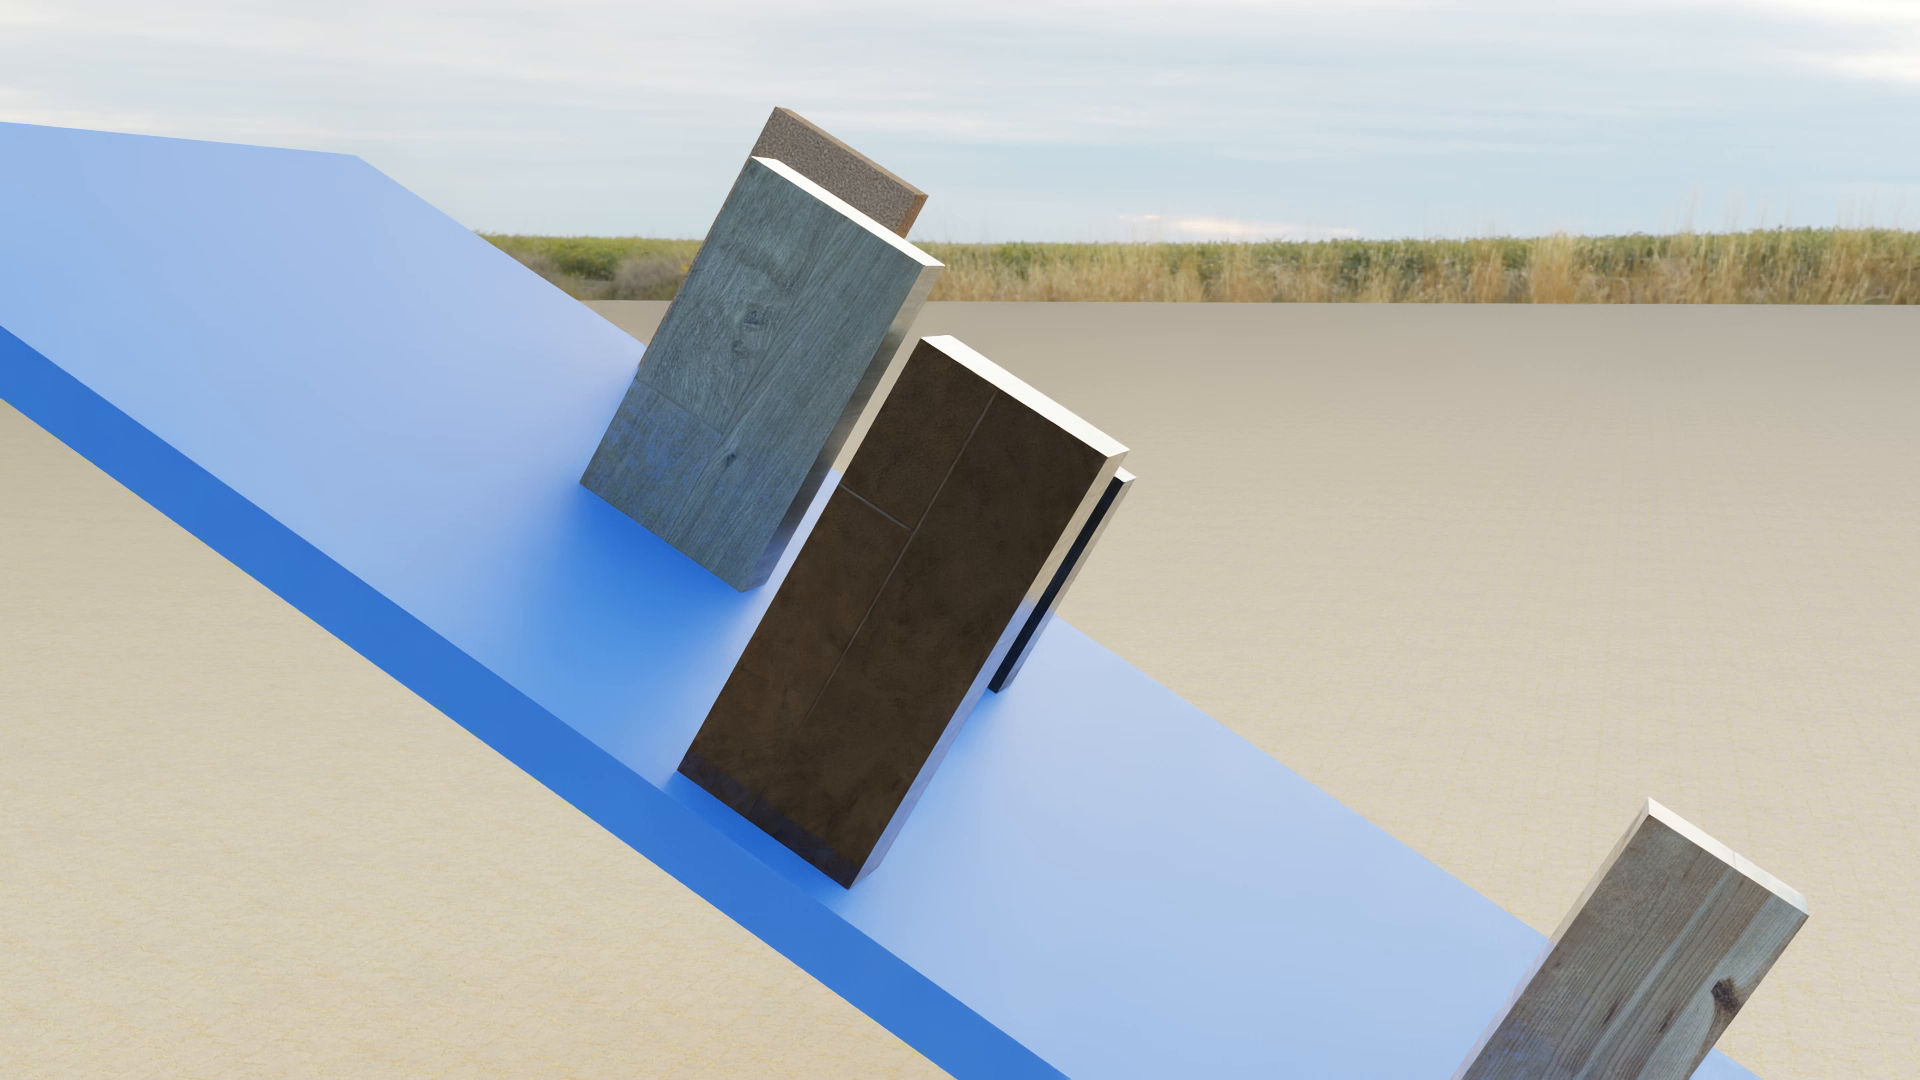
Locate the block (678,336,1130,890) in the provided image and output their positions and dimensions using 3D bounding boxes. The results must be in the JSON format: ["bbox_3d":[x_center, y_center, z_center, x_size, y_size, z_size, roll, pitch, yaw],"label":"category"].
[{"bbox_3d":[-0.088,0.105,3.185,0.312,0.743,0.135,33,15,11],"label":"block"}]

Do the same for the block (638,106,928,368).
[{"bbox_3d":[-0.406,-0.584,4.984,0.385,0.678,0.089,33,15,11],"label":"block"}]

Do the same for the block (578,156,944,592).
[{"bbox_3d":[-0.373,-0.304,4.077,0.381,0.700,0.121,33,15,11],"label":"block"}]

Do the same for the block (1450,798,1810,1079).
[{"bbox_3d":[1.048,0.749,3.511,0.278,0.616,0.113,33,15,11],"label":"block"}]

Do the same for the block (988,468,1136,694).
[{"bbox_3d":[0.059,-0.008,4.341,0.364,0.495,0.105,33,15,11],"label":"block"}]

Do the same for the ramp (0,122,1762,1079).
[{"bbox_3d":[-0.170,0.281,4.121,4.000,0.100,2.000,33,15,11],"label":"ramp"}]
